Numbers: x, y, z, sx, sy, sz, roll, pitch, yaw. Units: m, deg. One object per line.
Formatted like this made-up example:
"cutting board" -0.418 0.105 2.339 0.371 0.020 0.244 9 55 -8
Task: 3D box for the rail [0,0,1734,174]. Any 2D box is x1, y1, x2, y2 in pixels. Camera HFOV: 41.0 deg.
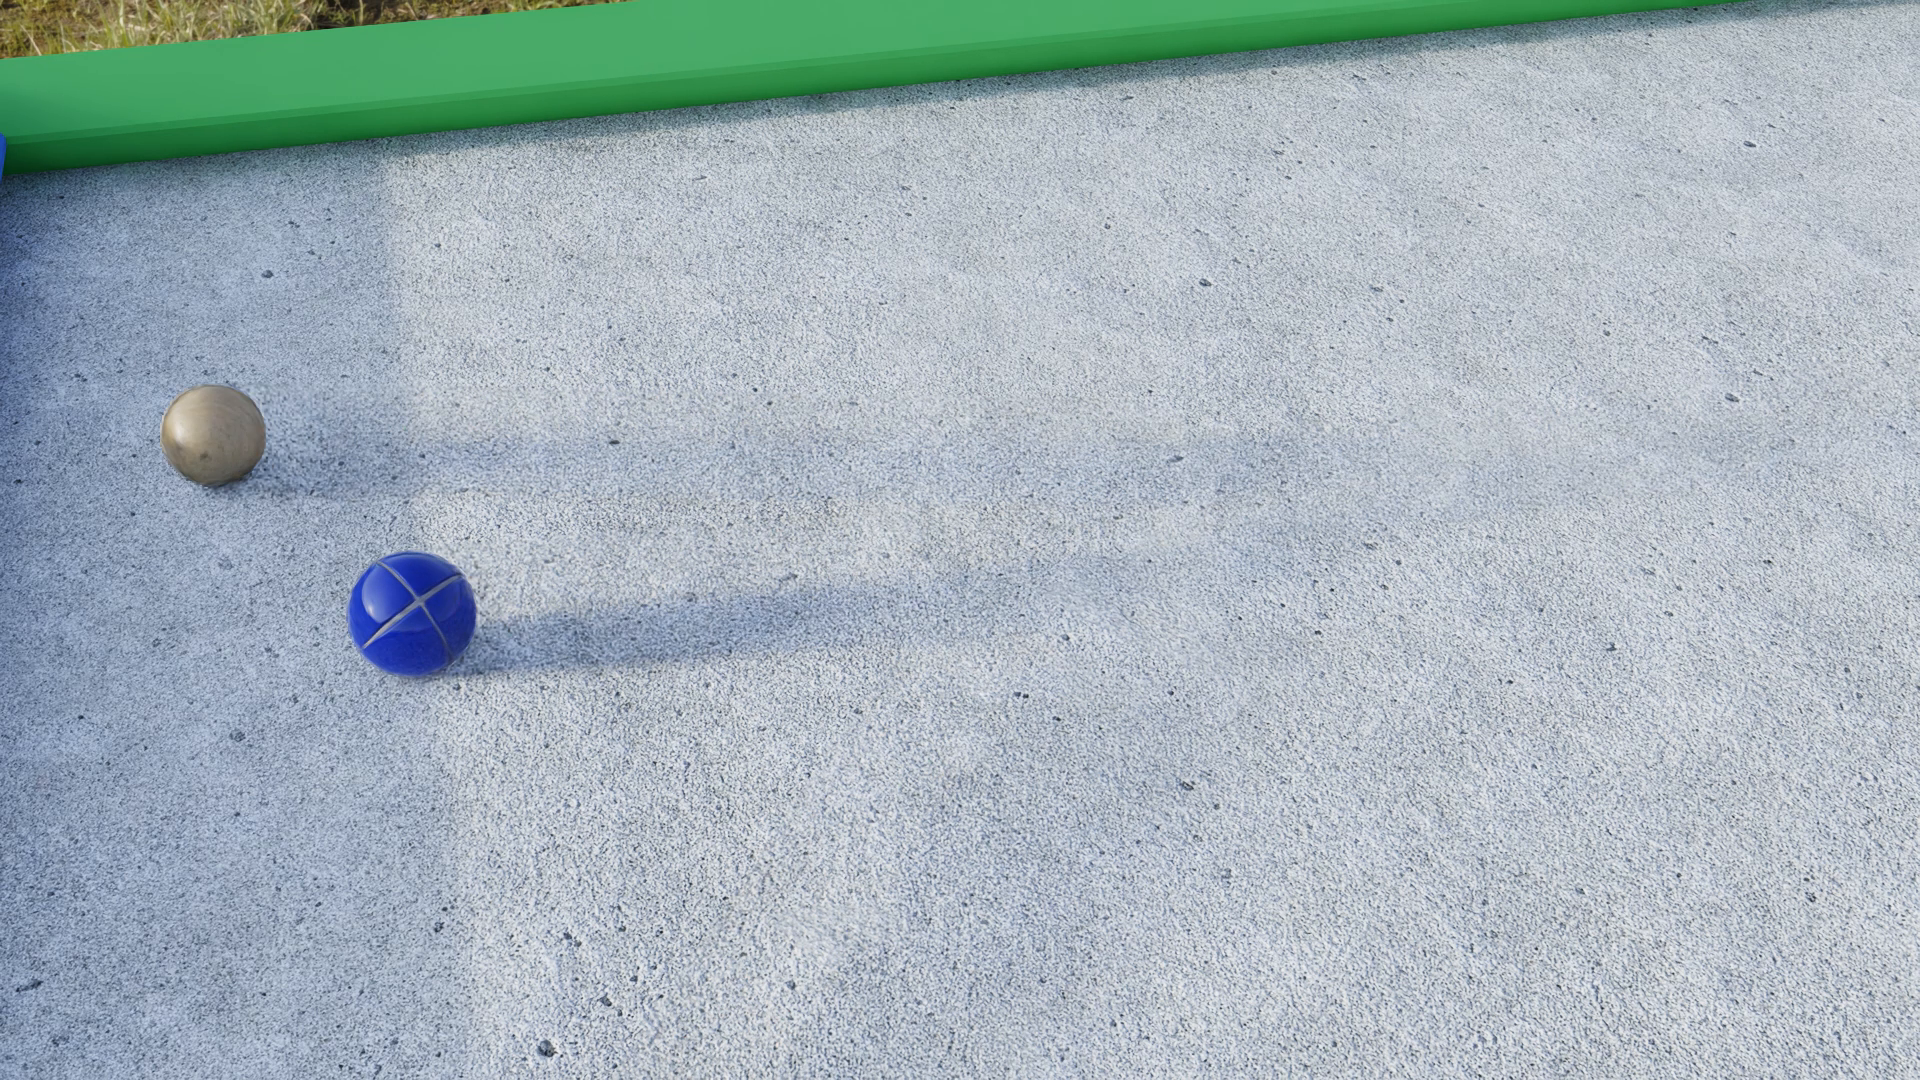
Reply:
"rail" 0.496 -0.499 2.297 2.680 0.100 0.045 -8 36 -10

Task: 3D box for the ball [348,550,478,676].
"ball" -0.333 0.045 1.560 0.077 0.077 0.077 0 36 0

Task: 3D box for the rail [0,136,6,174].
"rail" -0.630 0.072 1.501 0.045 0.100 1.456 -8 36 -10

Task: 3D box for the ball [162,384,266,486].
"ball" -0.502 -0.071 1.729 0.068 0.068 0.068 0 36 0
